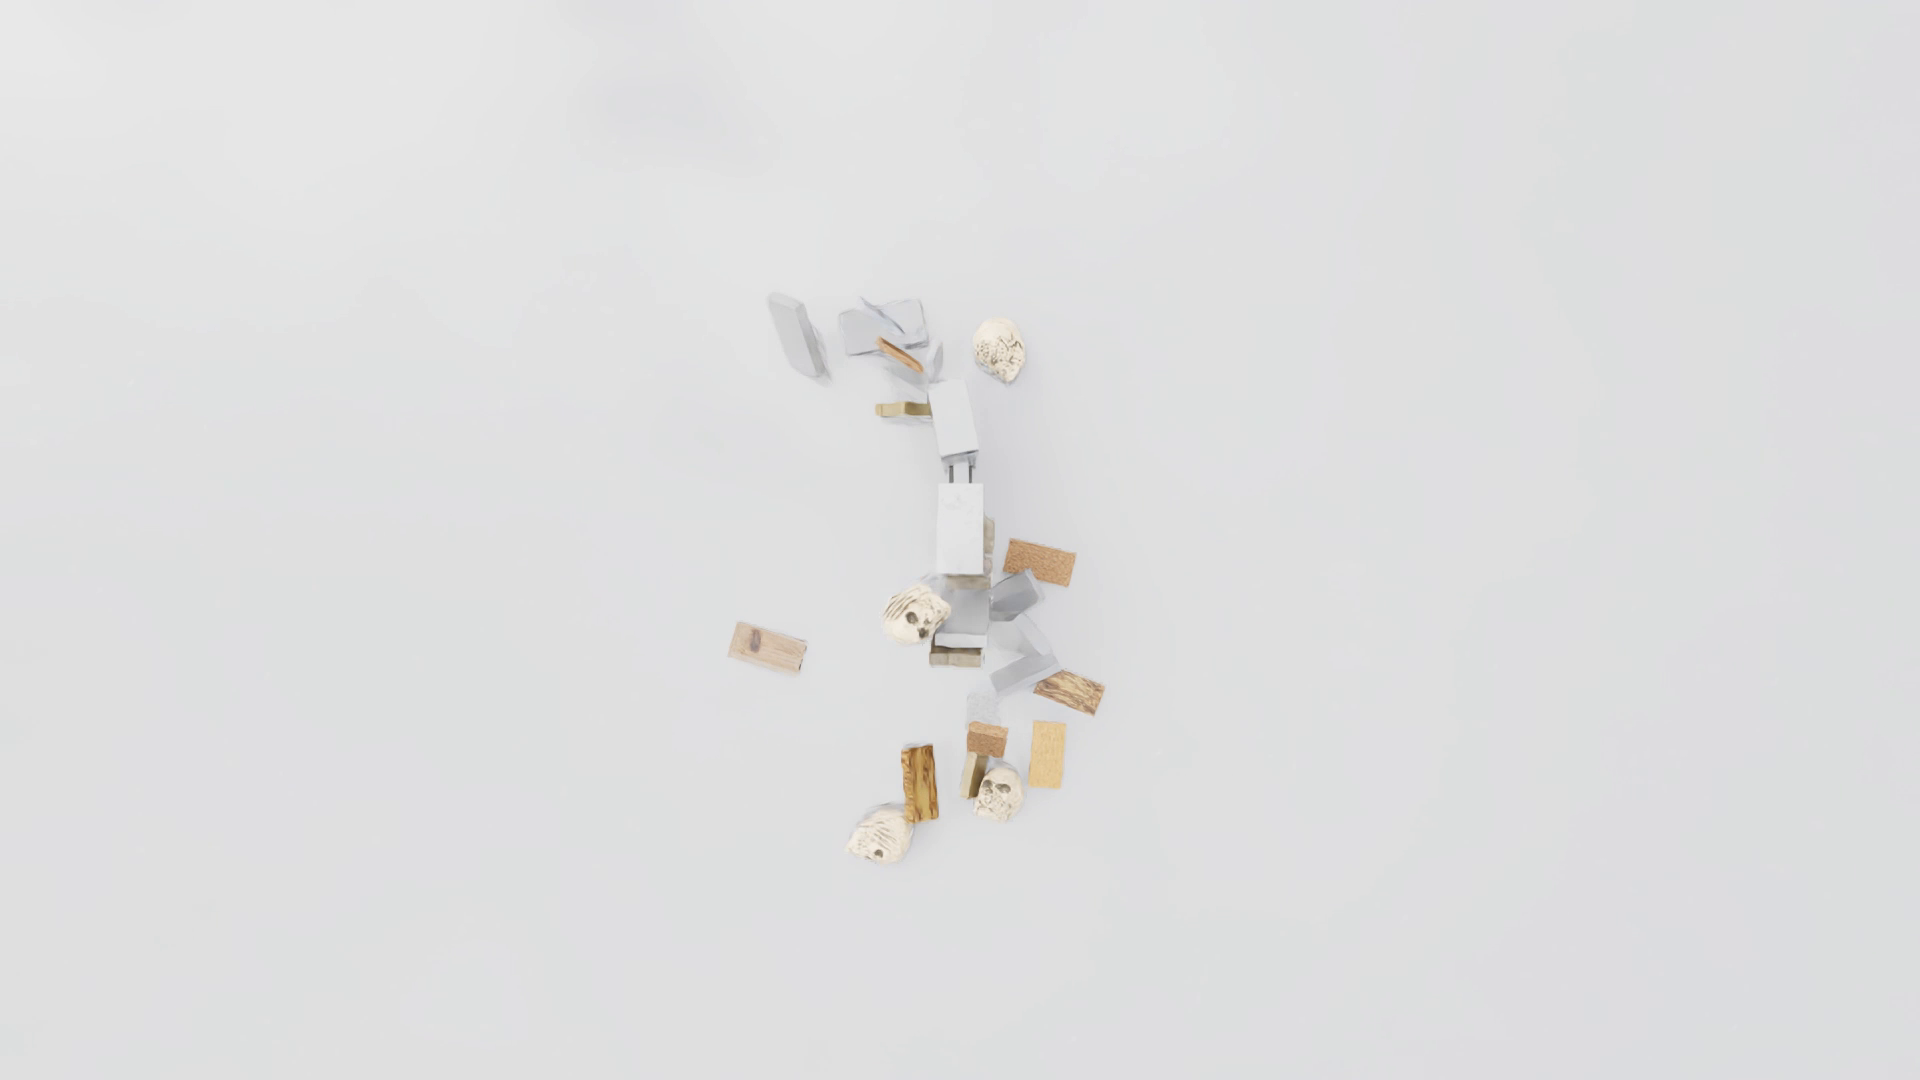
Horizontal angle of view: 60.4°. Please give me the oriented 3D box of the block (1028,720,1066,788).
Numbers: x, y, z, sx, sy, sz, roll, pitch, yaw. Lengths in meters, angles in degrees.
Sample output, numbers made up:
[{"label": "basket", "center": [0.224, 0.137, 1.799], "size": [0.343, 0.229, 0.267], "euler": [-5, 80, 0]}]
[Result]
[{"label": "block", "center": [0.290, 0.714, 5.485], "size": [0.108, 0.031, 0.216], "euler": [5, 90, 0]}]

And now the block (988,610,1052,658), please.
[{"label": "block", "center": [0.162, 0.297, 5.301], "size": [0.043, 0.375, 0.153], "euler": [-45, 103, -15]}]

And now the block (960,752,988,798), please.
[{"label": "block", "center": [0.054, 0.742, 5.444], "size": [0.031, 0.108, 0.216], "euler": [12, 90, 24]}]

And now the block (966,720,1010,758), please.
[{"label": "block", "center": [0.084, 0.621, 5.123], "size": [0.121, 0.241, 0.034], "euler": [12, 69, 3]}]

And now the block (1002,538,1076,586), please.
[{"label": "block", "center": [0.264, 0.075, 5.484], "size": [0.225, 0.032, 0.113], "euler": [14, 90, 0]}]

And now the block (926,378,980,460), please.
[{"label": "block", "center": [-0.022, -0.364, 4.949], "size": [0.117, 0.033, 0.233], "euler": [-11, 72, -3]}]

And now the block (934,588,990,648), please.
[{"label": "block", "center": [0.010, 0.234, 4.993], "size": [0.153, 0.306, 0.043], "euler": [3, 114, 2]}]

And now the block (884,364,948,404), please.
[{"label": "block", "center": [-0.125, -0.491, 5.137], "size": [0.117, 0.233, 0.033], "euler": [-18, 125, -33]}]

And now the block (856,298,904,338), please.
[{"label": "block", "center": [-0.241, -0.671, 4.975], "size": [0.155, 0.077, 0.022], "euler": [32, 106, -34]}]

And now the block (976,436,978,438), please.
[{"label": "block", "center": [-0.005, -0.302, 5.155], "size": [0.117, 0.410, 0.033], "euler": [0, 91, 0]}]

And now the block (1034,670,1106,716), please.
[{"label": "block", "center": [0.364, 0.497, 5.485], "size": [0.216, 0.031, 0.108], "euler": [22, 90, 0]}]

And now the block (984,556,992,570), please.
[{"label": "block", "center": [0.018, 0.067, 5.023], "size": [0.134, 0.268, 0.038], "euler": [3, 89, 7]}]

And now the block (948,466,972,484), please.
[{"label": "block", "center": [0.002, -0.166, 5.339], "size": [0.075, 0.021, 0.150], "euler": [0, 90, 0]}]

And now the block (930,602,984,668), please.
[{"label": "block", "center": [-0.002, 0.285, 5.021], "size": [0.153, 0.306, 0.043], "euler": [2, 118, 4]}]

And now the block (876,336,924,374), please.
[{"label": "block", "center": [-0.185, -0.568, 5.070], "size": [0.155, 0.077, 0.022], "euler": [31, 102, -22]}]

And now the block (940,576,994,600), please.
[{"label": "block", "center": [0.020, 0.157, 5.354], "size": [0.143, 0.285, 0.040], "euler": [-29, 110, 5]}]

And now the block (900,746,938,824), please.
[{"label": "block", "center": [-0.133, 0.804, 5.437], "size": [0.034, 0.121, 0.241], "euler": [-7, 86, 41]}]

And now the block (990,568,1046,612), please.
[{"label": "block", "center": [0.169, 0.185, 5.415], "size": [0.225, 0.032, 0.113], "euler": [-29, 90, 40]}]

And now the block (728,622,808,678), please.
[{"label": "block", "center": [-0.640, 0.363, 5.483], "size": [0.241, 0.034, 0.121], "euler": [17, 90, 0]}]

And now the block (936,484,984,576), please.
[{"label": "block", "center": [0.002, -0.032, 4.874], "size": [0.134, 0.038, 0.268], "euler": [1, 86, 4]}]

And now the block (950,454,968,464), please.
[{"label": "block", "center": [-0.003, -0.307, 5.369], "size": [0.061, 0.017, 0.122], "euler": [0, 90, 0]}]

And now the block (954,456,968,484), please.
[{"label": "block", "center": [0.004, -0.216, 5.226], "size": [0.048, 0.014, 0.095], "euler": [0, 90, 0]}]

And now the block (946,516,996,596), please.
[{"label": "block", "center": [0.032, 0.067, 5.181], "size": [0.143, 0.040, 0.285], "euler": [3, 86, 3]}]

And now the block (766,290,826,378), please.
[{"label": "block", "center": [-0.525, -0.659, 5.289], "size": [0.139, 0.277, 0.039], "euler": [26, 56, 37]}]

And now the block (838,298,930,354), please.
[{"label": "block", "center": [-0.252, -0.704, 5.428], "size": [0.277, 0.039, 0.139], "euler": [-8, 110, 13]}]

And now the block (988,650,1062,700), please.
[{"label": "block", "center": [0.214, 0.437, 5.443], "size": [0.225, 0.113, 0.032], "euler": [-26, 120, 0]}]

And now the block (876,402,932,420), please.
[{"label": "block", "center": [-0.123, -0.418, 5.355], "size": [0.277, 0.139, 0.039], "euler": [0, 91, -43]}]

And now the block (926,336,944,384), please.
[{"label": "block", "center": [-0.075, -0.539, 4.952], "size": [0.022, 0.155, 0.077], "euler": [16, 70, 8]}]
